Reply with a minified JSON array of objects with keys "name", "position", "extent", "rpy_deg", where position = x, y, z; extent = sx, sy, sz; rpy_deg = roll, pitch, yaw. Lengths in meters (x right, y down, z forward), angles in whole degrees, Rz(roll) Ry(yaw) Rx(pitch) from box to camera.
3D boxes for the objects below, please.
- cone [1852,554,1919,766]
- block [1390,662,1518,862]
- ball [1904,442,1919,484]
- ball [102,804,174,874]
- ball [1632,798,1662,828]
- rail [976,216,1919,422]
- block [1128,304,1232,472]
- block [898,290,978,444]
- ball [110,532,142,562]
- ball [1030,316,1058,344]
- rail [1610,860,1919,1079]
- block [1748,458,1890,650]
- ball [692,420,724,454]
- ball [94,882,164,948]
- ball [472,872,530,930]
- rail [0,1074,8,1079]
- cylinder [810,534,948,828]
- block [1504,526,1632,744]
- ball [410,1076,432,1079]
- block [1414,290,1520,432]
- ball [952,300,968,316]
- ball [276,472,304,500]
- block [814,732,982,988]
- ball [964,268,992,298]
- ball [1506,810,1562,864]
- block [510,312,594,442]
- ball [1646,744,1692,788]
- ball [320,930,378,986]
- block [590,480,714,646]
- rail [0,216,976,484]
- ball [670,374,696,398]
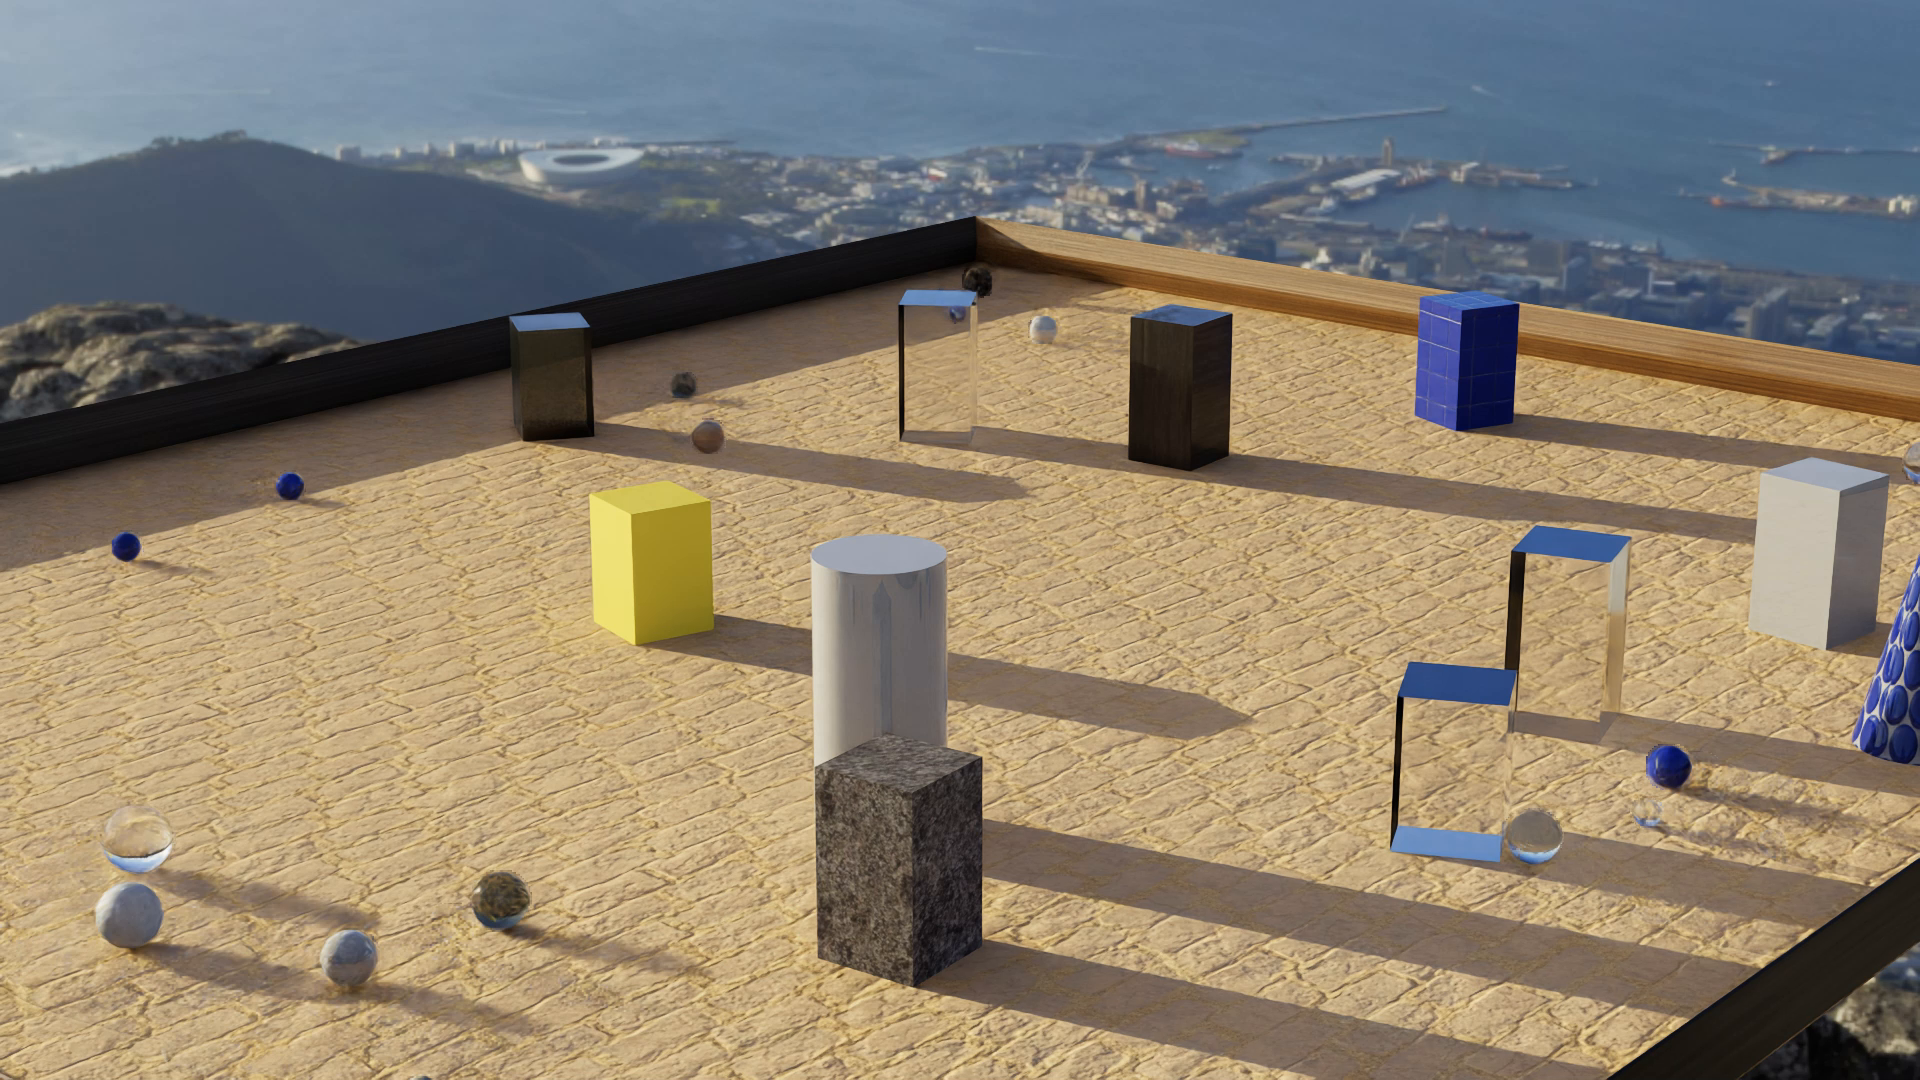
[{"name":"cone","position":[1.439,0.123,4.362],"extent":[0.186,0.385,0.186],"rpy_deg":[0,17,0]},{"name":"block","position":[0.681,0.304,4.040],"extent":[0.149,0.225,0.149],"rpy_deg":[4,17,14]},{"name":"ball","position":[1.907,-0.152,5.782],"extent":[0.089,0.089,0.089],"rpy_deg":[0,17,0]},{"name":"ball","position":[-1.106,0.402,3.943],"extent":[0.093,0.093,0.093],"rpy_deg":[0,17,0]},{"name":"ball","position":[0.961,0.382,4.101],"extent":[0.040,0.040,0.040],"rpy_deg":[0,17,0]},{"name":"rail","position":[1.447,-0.452,6.716],"extent":[3.766,0.121,0.045],"rpy_deg":[14,22,39]},{"name":"block","position":[0.447,-0.310,5.945],"extent":[0.149,0.298,0.149],"rpy_deg":[12,21,34]},{"name":"block","position":[-0.045,-0.363,6.131],"extent":[0.149,0.292,0.149],"rpy_deg":[2,17,5]},{"name":"ball","position":[-1.508,0.012,5.301],"extent":[0.053,0.053,0.053],"rpy_deg":[0,17,0]},{"name":"ball","position":[0.199,-0.501,6.975],"extent":[0.067,0.067,0.067],"rpy_deg":[0,17,0]},{"name":"rail","position":[1.404,0.383,3.954],"extent":[0.045,0.121,4.462],"rpy_deg":[14,22,39]},{"name":"block","position":[1.432,0.021,4.892],"extent":[0.149,0.273,0.149],"rpy_deg":[-14,22,-40]},{"name":"ball","position":[-0.516,-0.211,6.014],"extent":[0.068,0.068,0.068],"rpy_deg":[0,17,0]},{"name":"ball","position":[-1.053,0.476,3.717],"extent":[0.083,0.083,0.083],"rpy_deg":[0,17,0]},{"name":"ball","position":[-0.591,0.464,3.772],"extent":[0.074,0.074,0.074],"rpy_deg":[0,17,0]},{"name":"rail","position":[-1.447,0.513,3.526],"extent":[3.766,0.121,0.045],"rpy_deg":[14,22,39]},{"name":"cylinder","position":[-0.110,0.210,4.049],"extent":[0.186,0.400,0.186],"rpy_deg":[0,17,0]},{"name":"block","position":[0.925,0.142,4.470],"extent":[0.149,0.286,0.149],"rpy_deg":[8,18,24]},{"name":"ball","position":[-0.605,0.625,3.286],"extent":[0.047,0.047,0.047],"rpy_deg":[0,17,0]},{"name":"block","position":[1.080,-0.383,6.251],"extent":[0.149,0.261,0.149],"rpy_deg":[-8,19,-26]},{"name":"ball","position":[-0.001,-0.574,7.258],"extent":[0.041,0.041,0.041],"rpy_deg":[0,17,0]},{"name":"ball","position":[-1.300,-0.105,5.689],"extent":[0.052,0.052,0.052],"rpy_deg":[0,17,0]},{"name":"block","position":[-0.076,0.398,3.673],"extent":[0.149,0.258,0.149],"rpy_deg":[12,20,33]},{"name":"ball","position":[0.046,-0.657,7.474],"extent":[0.076,0.076,0.076],"rpy_deg":[0,17,0]},{"name":"ball","position":[0.778,0.403,3.976],"extent":[0.072,0.072,0.072],"rpy_deg":[0,17,0]},{"name":"block","position":[-0.859,-0.344,6.165],"extent":[0.149,0.235,0.149],"rpy_deg":[-5,17,-15]},{"name":"ball","position":[1.025,0.328,4.240],"extent":[0.063,0.063,0.063],"rpy_deg":[0,17,0]},{"name":"ball","position":[-0.752,0.515,3.611],"extent":[0.070,0.070,0.070],"rpy_deg":[0,17,0]},{"name":"block","position":[-0.517,0.036,4.923],"extent":[0.149,0.226,0.149],"rpy_deg":[-11,20,-32]},{"name":"rail","position":[-1.404,-0.323,6.288],"extent":[0.045,0.121,4.462],"rpy_deg":[14,22,39]},{"name":"ball","position":[-0.609,-0.339,6.456],"extent":[0.057,0.057,0.057],"rpy_deg":[0,17,0]}]
